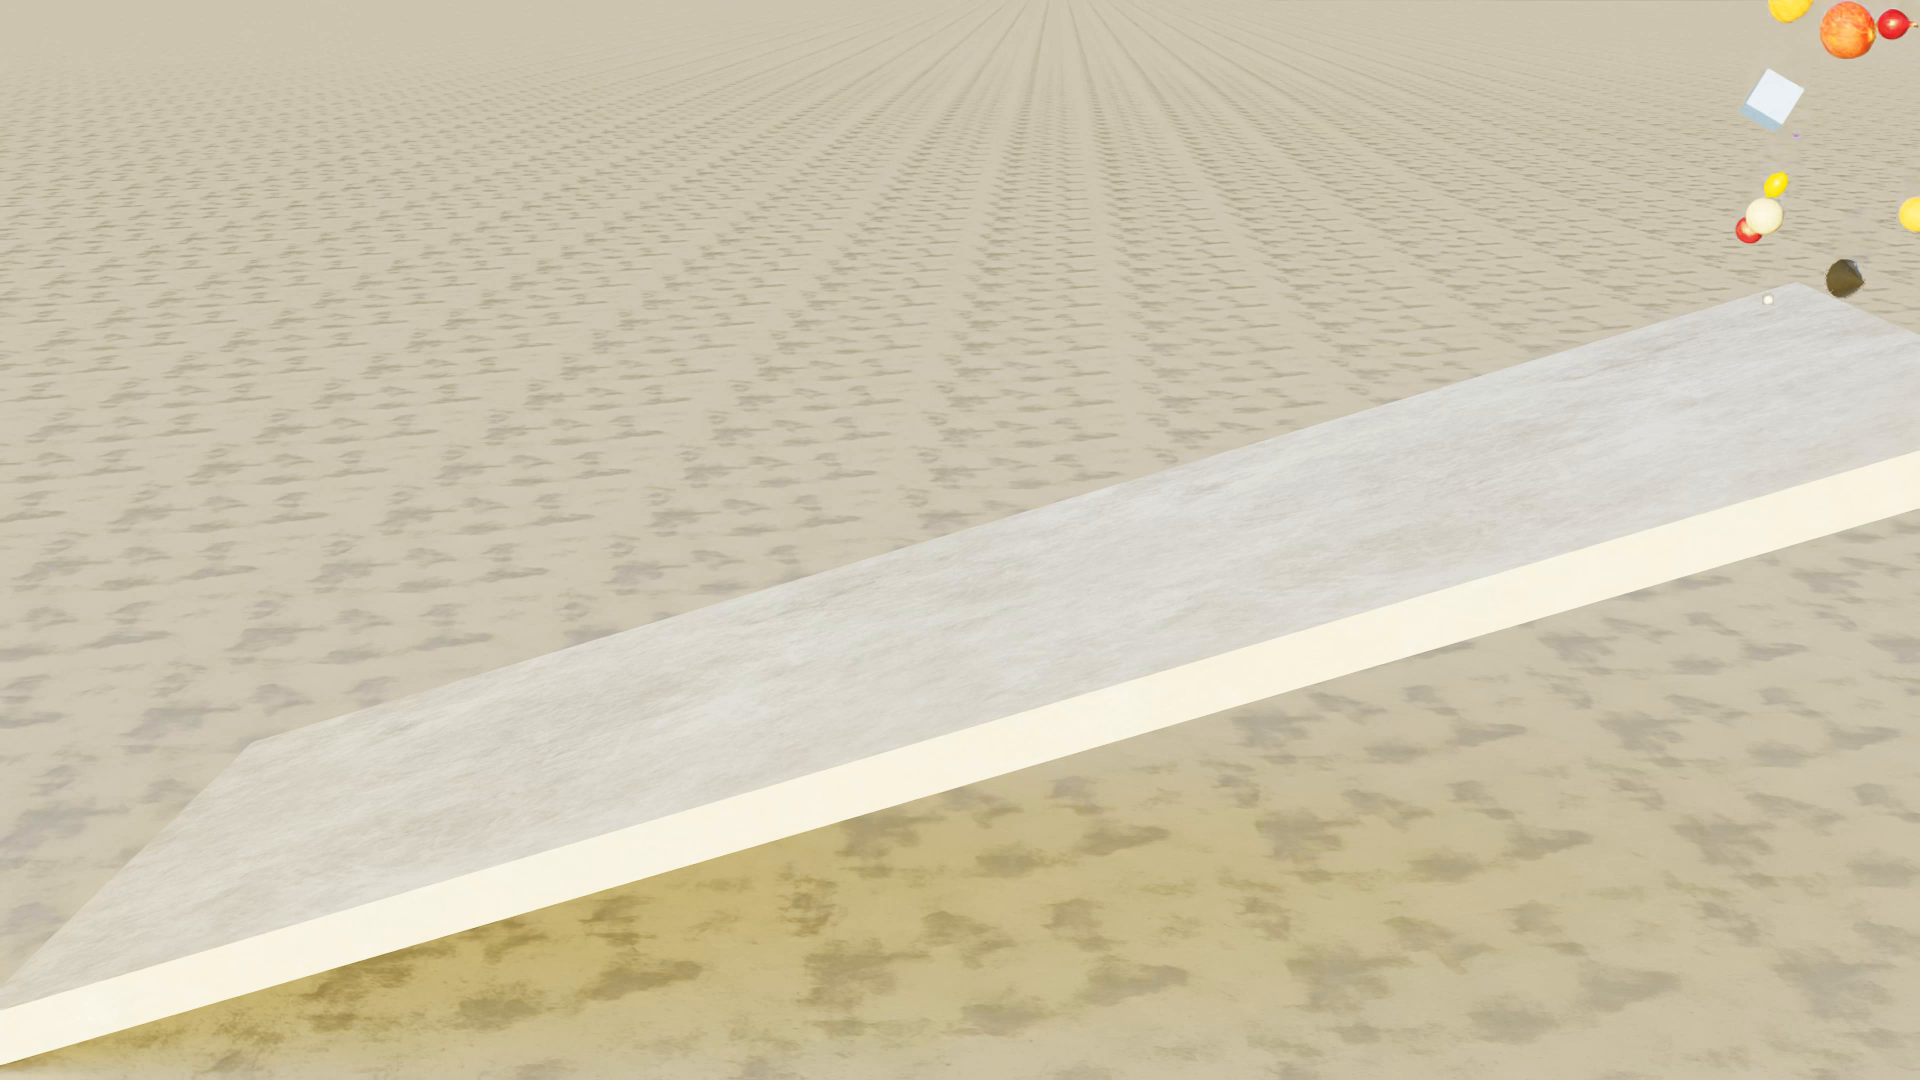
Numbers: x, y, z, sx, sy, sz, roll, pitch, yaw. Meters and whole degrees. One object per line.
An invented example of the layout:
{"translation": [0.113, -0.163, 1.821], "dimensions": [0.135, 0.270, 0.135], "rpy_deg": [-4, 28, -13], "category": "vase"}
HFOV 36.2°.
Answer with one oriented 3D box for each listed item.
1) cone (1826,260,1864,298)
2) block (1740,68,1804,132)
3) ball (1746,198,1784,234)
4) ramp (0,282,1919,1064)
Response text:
{"translation": [1.866, -0.540, 6.139], "dimensions": [0.083, 0.083, 0.083], "rpy_deg": [-2, 13, -12], "category": "cone"}
{"translation": [1.655, -0.896, 5.999], "dimensions": [0.084, 0.084, 0.084], "rpy_deg": [32, -1, 6], "category": "block"}
{"translation": [1.649, -0.664, 6.029], "dimensions": [0.076, 0.076, 0.076], "rpy_deg": [0, 11, 0], "category": "ball"}
{"translation": [0.096, 0.185, 6.315], "dimensions": [4.000, 0.100, 2.000], "rpy_deg": [-17, 10, 5], "category": "ramp"}
